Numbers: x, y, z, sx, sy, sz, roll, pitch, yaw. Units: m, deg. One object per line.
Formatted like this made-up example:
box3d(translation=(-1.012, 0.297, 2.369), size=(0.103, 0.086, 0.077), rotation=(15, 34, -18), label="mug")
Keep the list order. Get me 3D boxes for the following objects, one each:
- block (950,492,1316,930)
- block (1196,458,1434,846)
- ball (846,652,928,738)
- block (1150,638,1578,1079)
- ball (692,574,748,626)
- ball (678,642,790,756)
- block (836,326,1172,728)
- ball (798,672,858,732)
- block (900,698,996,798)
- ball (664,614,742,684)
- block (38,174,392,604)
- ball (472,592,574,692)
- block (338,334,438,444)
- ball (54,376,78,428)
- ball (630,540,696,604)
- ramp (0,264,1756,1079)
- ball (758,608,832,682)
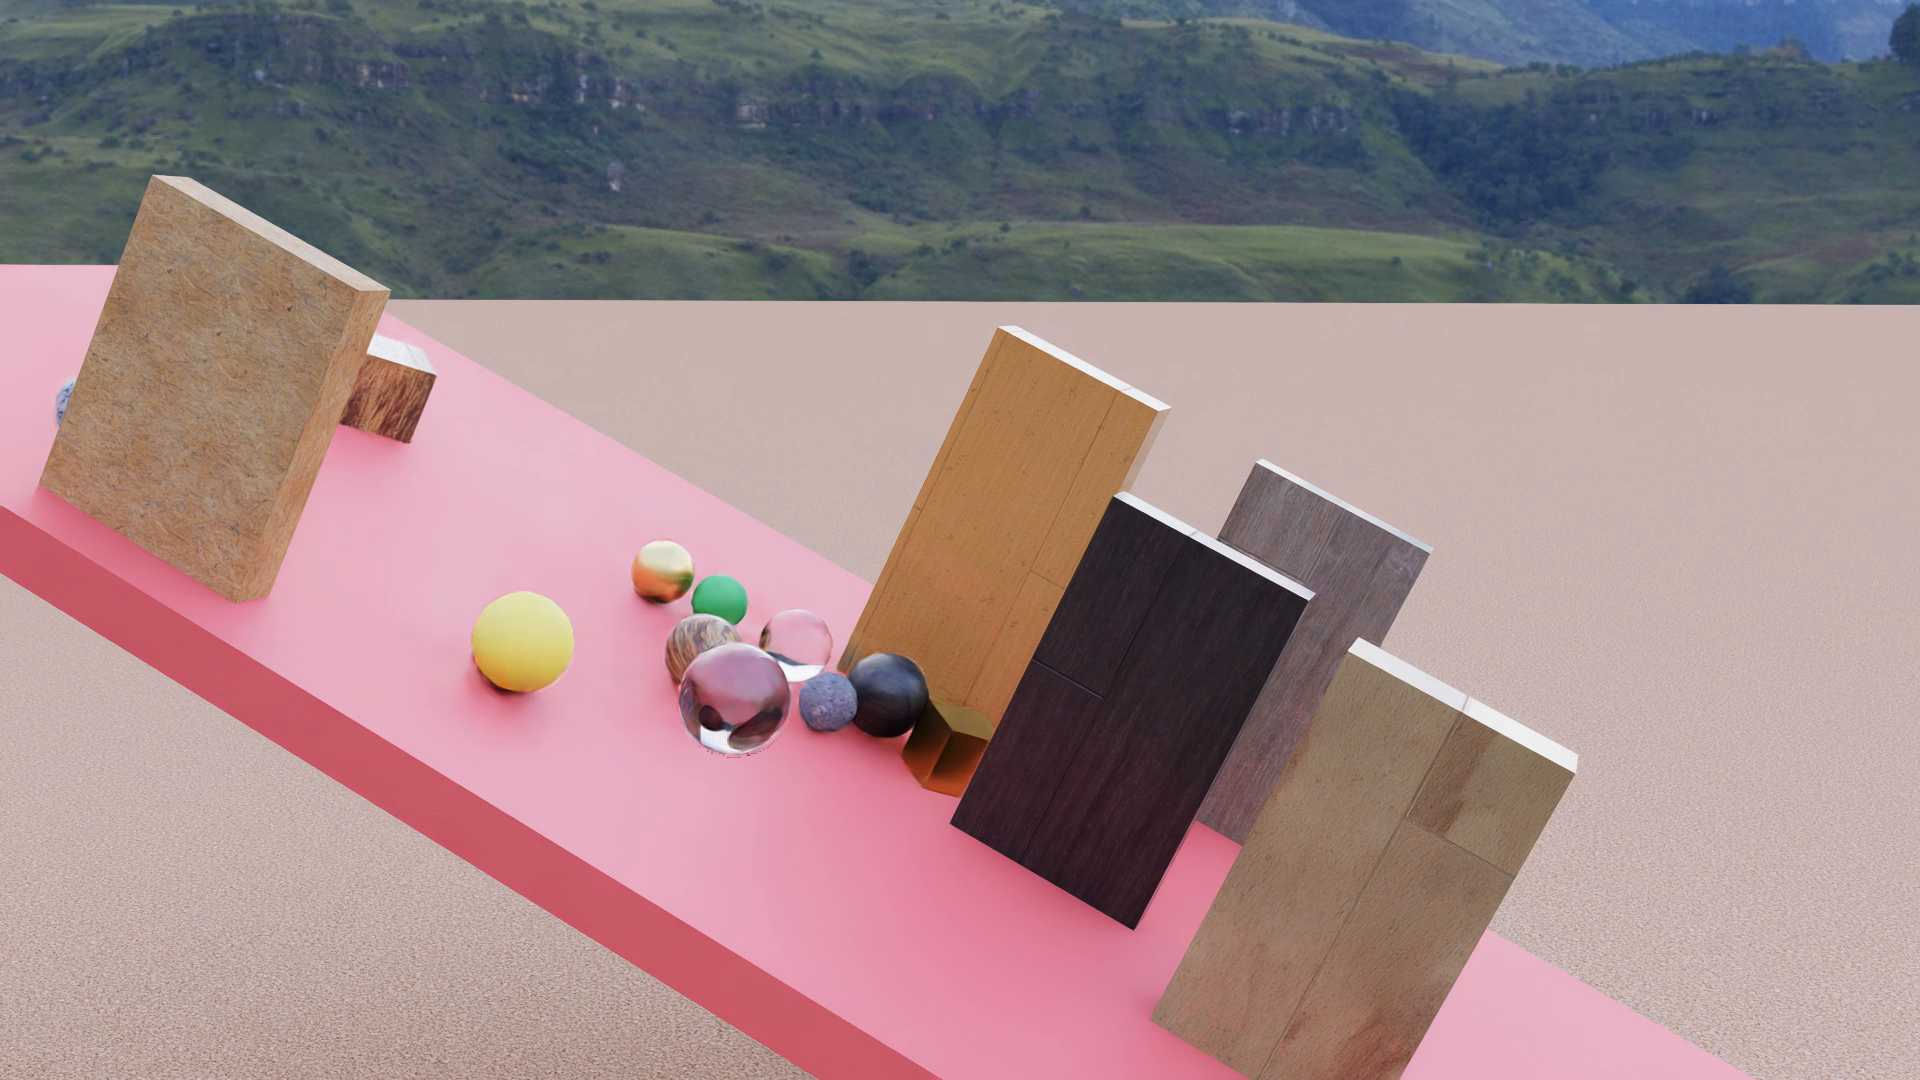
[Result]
box3d(translation=(0.300, 0.303, 3.905), size=(0.383, 0.675, 0.087), rotation=(29, 14, 12), label="block")
box3d(translation=(0.634, 0.249, 4.589), size=(0.396, 0.731, 0.086), rotation=(29, 14, 12), label="block")
box3d(translation=(-0.142, 0.297, 4.206), size=(0.164, 0.164, 0.164), rotation=(0, 7, 0), label="ball")
box3d(translation=(0.640, 0.560, 3.521), size=(0.386, 0.696, 0.135), rotation=(29, 14, 12), label="block")
box3d(translation=(-0.477, 0.124, 4.372), size=(0.112, 0.112, 0.112), rotation=(0, 7, 0), label="ball")
box3d(translation=(-0.390, 0.274, 3.798), size=(0.195, 0.195, 0.195), rotation=(0, 7, 0), label="ball")
box3d(translation=(0.082, 0.000, 4.422), size=(0.359, 0.778, 0.124), rotation=(29, 14, 12), label="block")
box3d(translation=(-0.247, 0.304, 4.116), size=(0.112, 0.112, 0.112), rotation=(0, 7, 0), label="ball")
box3d(translation=(-0.011, 0.398, 4.156), size=(0.128, 0.128, 0.128), rotation=(18, 16, -29), label="block")
box3d(translation=(-0.468, 0.206, 4.016), size=(0.143, 0.143, 0.143), rotation=(0, 7, 0), label="ball")
box3d(translation=(-1.194, -0.241, 3.509), size=(0.406, 0.550, 0.092), rotation=(29, 14, 12), label="block")
box3d(translation=(-0.724, 0.169, 3.646), size=(0.167, 0.167, 0.167), rotation=(0, 7, 0), label="ball")
box3d(translation=(-1.216, -0.325, 4.606), size=(0.161, 0.161, 0.161), rotation=(17, 16, -32), label="block")
box3d(translation=(-1.497, -0.224, 3.800), size=(0.127, 0.127, 0.127), rotation=(0, 7, 0), label="ball")
box3d(translation=(-0.590, 0.063, 4.365), size=(0.127, 0.127, 0.127), rotation=(0, 7, 0), label="ball")
box3d(translation=(-0.246, 0.414, 4.160), size=(4.000, 0.100, 2.000), rotation=(29, 14, 12), label="ramp")
box3d(translation=(-0.320, 0.205, 4.286), size=(0.144, 0.144, 0.144), rotation=(0, 7, 0), label="ball")
